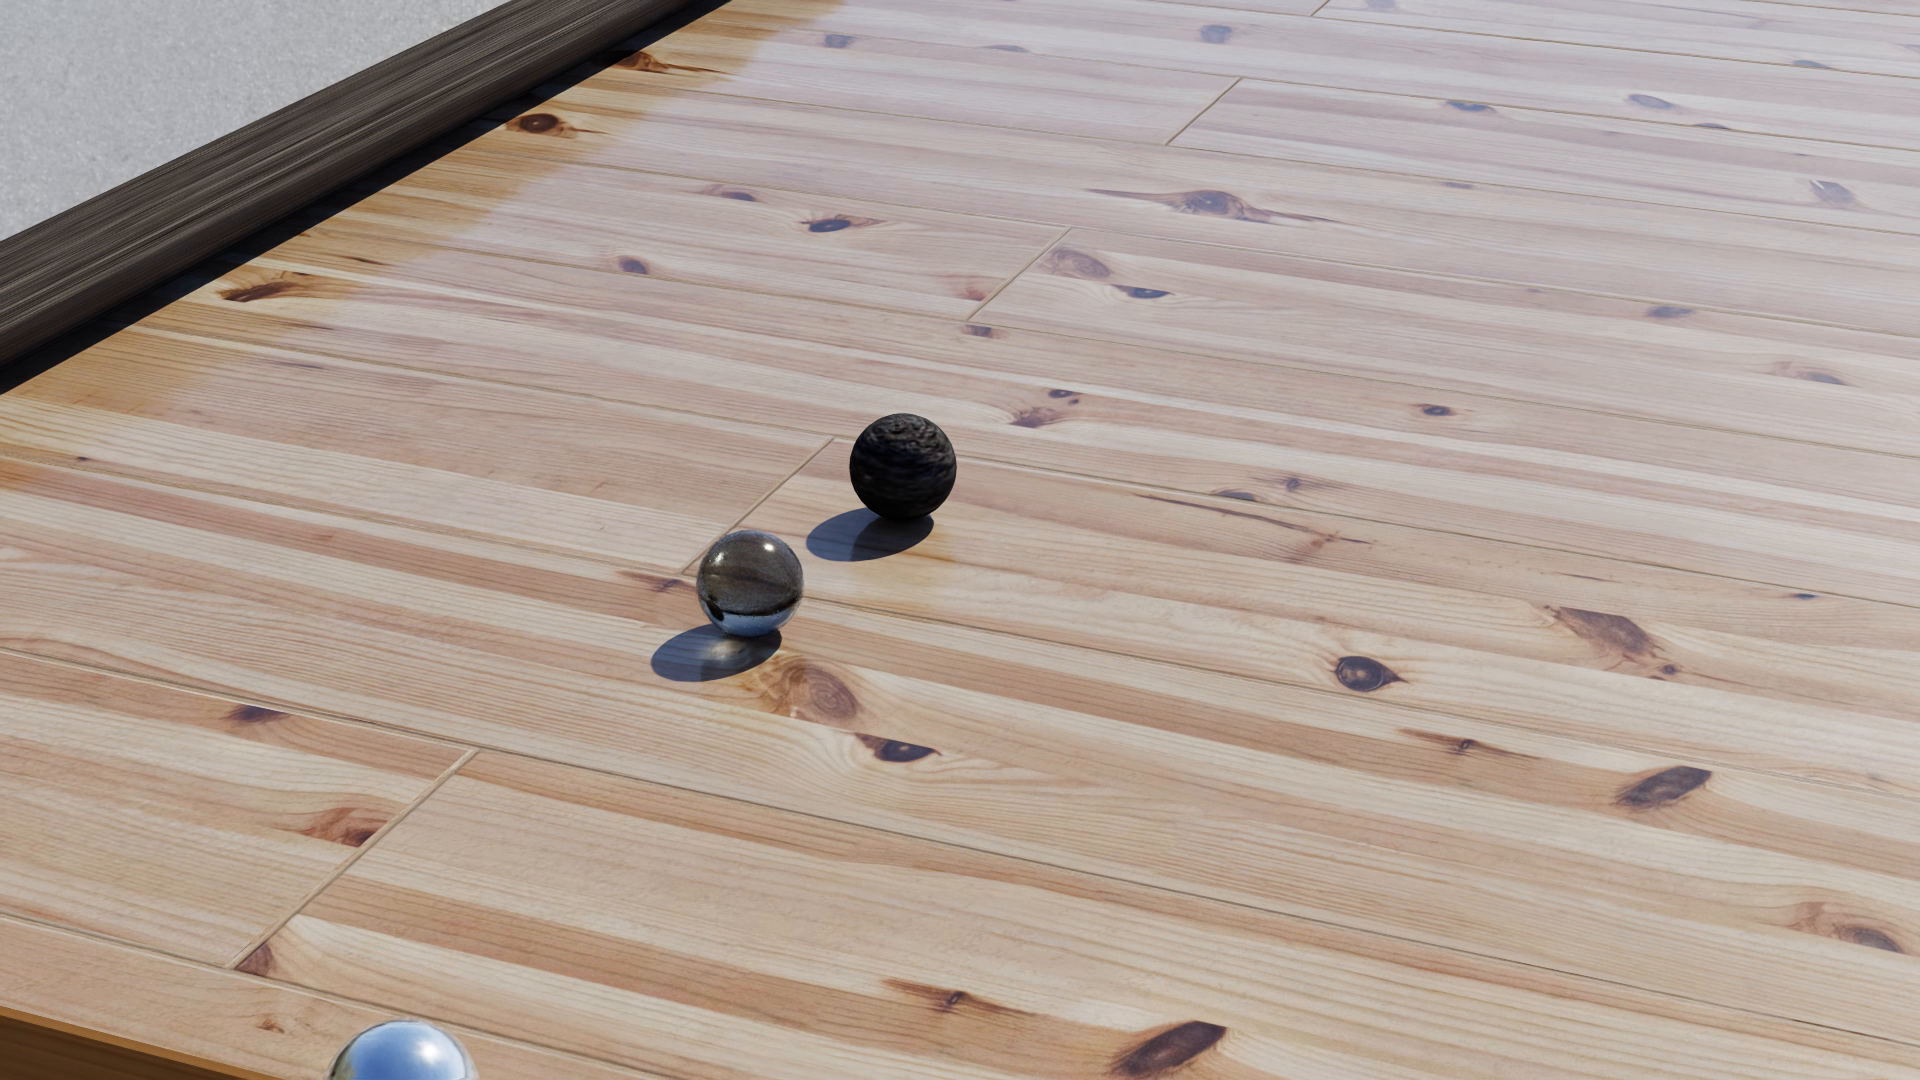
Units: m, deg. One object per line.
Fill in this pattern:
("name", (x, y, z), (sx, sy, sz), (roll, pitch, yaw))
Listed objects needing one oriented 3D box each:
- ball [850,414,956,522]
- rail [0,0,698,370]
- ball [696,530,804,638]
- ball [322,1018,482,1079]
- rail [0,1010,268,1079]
("ball", (-0.038, -0.049, 1.981), (0.073, 0.073, 0.073), (0, 25, 0))
("rail", (-0.464, -0.425, 2.759), (0.045, 0.097, 2.936), (10, 27, 20))
("ball", (-0.130, 0.027, 1.823), (0.067, 0.067, 0.067), (0, 25, 0))
("ball", (-0.253, 0.253, 1.331), (0.073, 0.073, 0.073), (0, 25, 0))
("rail", (-0.266, 0.266, 1.274), (1.641, 0.097, 0.045), (10, 27, 20))
